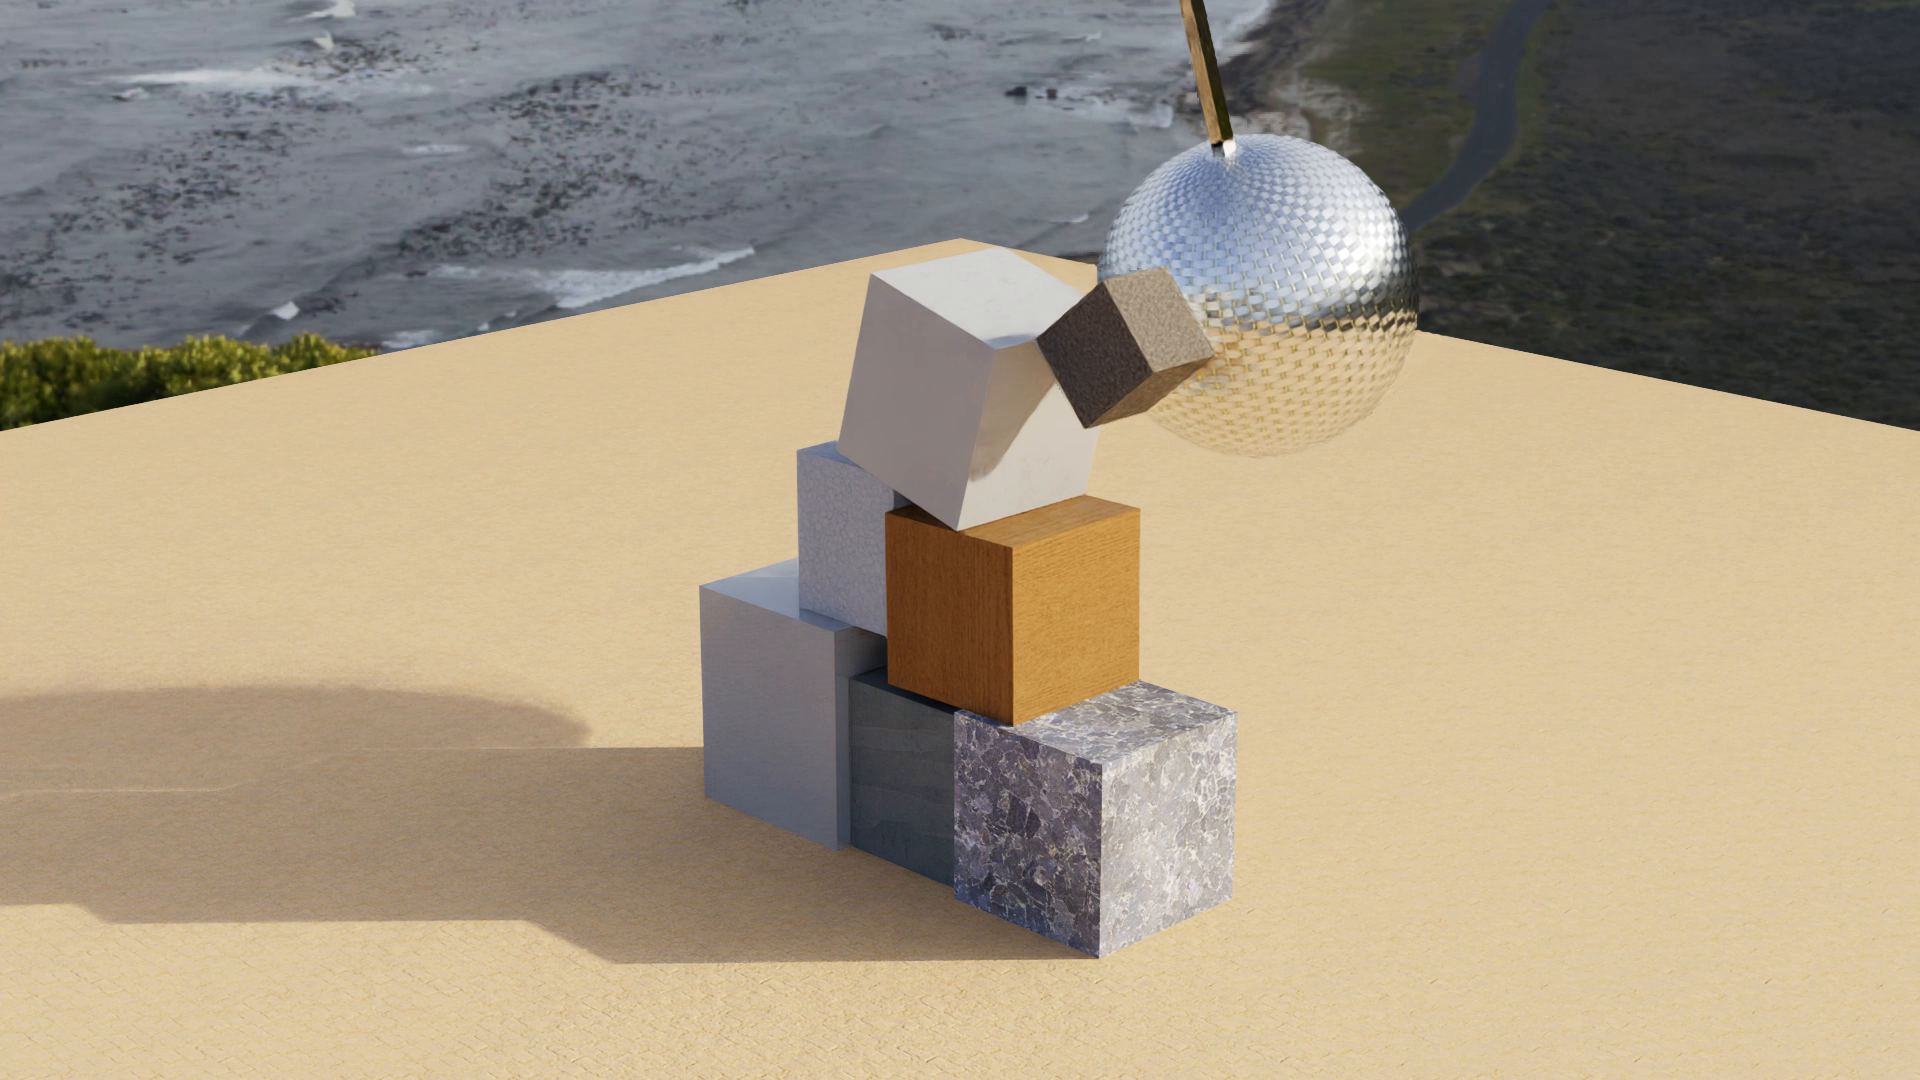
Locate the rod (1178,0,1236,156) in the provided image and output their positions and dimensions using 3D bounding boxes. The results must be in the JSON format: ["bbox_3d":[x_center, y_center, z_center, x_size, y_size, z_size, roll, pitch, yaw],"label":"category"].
[{"bbox_3d":[0.636,-4.002,12.750,0.080,5.200,0.080,17,44,42],"label":"rod"}]

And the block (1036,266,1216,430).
[{"bbox_3d":[0.696,-0.813,12.365,0.400,0.446,0.494,-18,-15,-43],"label":"block"}]

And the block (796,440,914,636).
[{"bbox_3d":[-0.287,-0.053,13.621,0.670,0.763,0.647,-17,24,-42],"label":"block"}]

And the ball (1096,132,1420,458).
[{"bbox_3d":[1.467,-1.207,14.500,1.600,1.600,1.600,0,17,0],"label":"ball"}]

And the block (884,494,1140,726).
[{"bbox_3d":[0.239,0.256,13.193,0.820,0.810,0.792,-17,23,-42],"label":"block"}]

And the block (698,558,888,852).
[{"bbox_3d":[-0.573,0.736,14.193,0.958,1.085,0.955,-17,24,-42],"label":"block"}]

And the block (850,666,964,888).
[{"bbox_3d":[0.038,1.035,13.654,0.787,0.838,0.743,-17,24,-42],"label":"block"}]

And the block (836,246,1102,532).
[{"bbox_3d":[0.088,-0.686,13.027,0.816,0.883,0.796,-16,39,-42],"label":"block"}]

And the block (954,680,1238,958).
[{"bbox_3d":[0.601,1.187,13.072,0.887,0.896,0.884,-17,24,-42],"label":"block"}]
